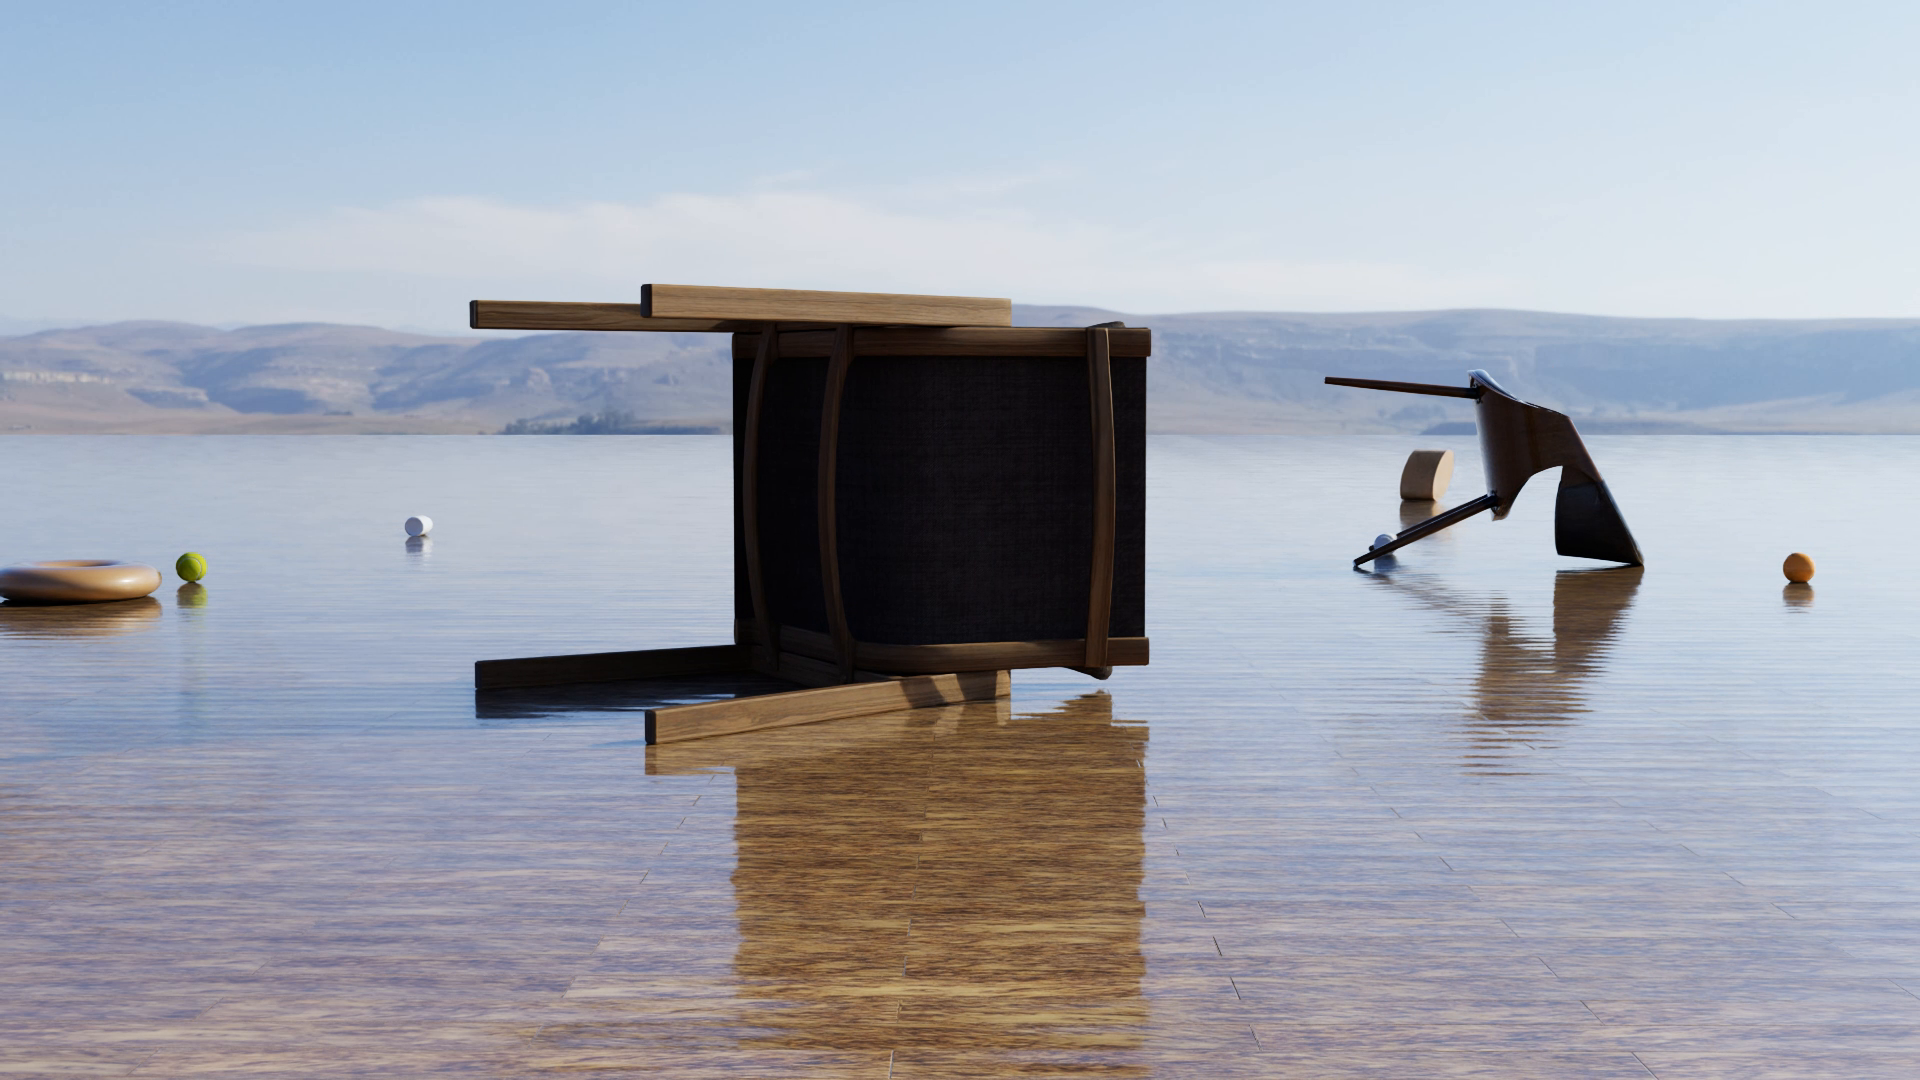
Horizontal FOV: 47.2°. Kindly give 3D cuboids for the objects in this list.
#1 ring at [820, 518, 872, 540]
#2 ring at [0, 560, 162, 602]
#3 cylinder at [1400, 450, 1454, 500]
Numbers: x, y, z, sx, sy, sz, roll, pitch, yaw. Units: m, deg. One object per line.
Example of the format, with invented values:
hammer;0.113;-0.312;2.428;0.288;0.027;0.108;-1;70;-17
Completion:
ring;-0.340;-0.031;6.588;0.156;0.057;0.176;-1;5;-31
ring;-1.907;0.087;4.746;0.349;0.075;0.407;-1;4;-24
cylinder;1.889;-0.264;8.896;0.144;0.252;0.128;3;-38;37
